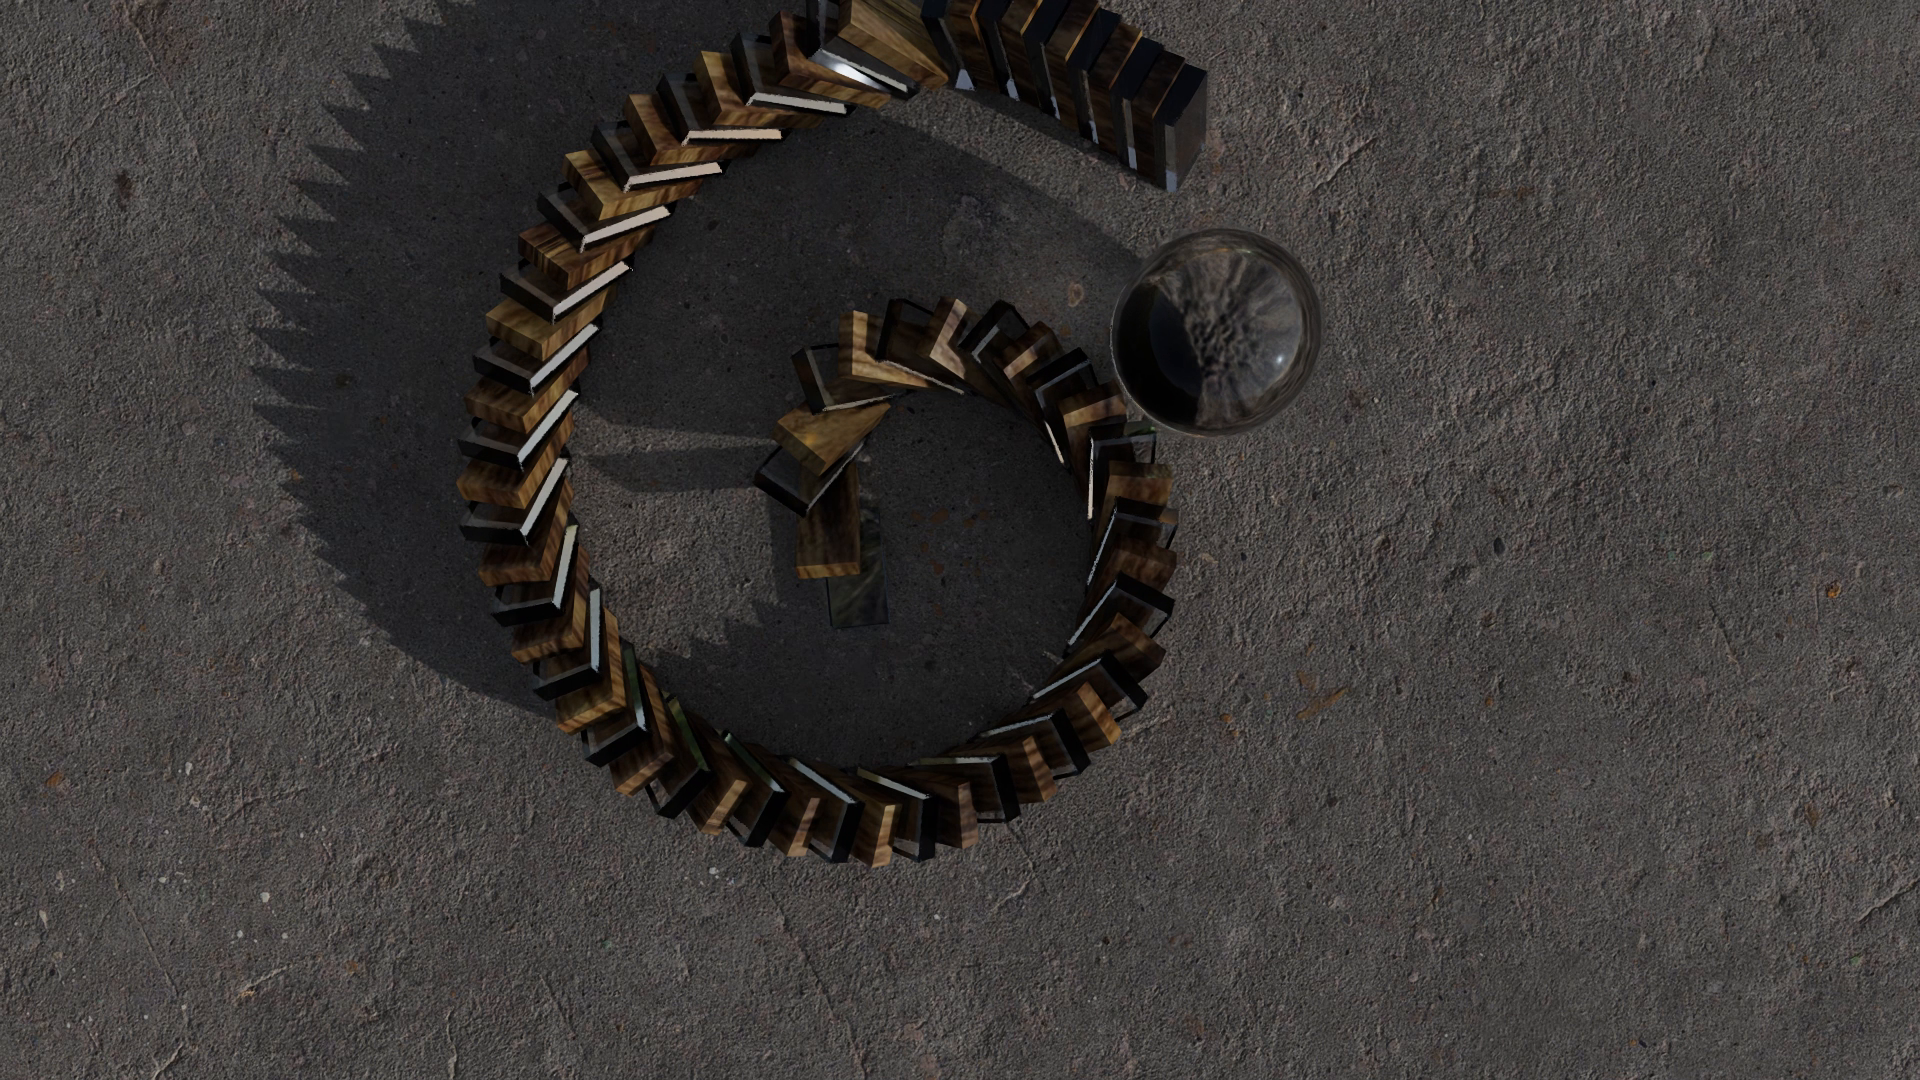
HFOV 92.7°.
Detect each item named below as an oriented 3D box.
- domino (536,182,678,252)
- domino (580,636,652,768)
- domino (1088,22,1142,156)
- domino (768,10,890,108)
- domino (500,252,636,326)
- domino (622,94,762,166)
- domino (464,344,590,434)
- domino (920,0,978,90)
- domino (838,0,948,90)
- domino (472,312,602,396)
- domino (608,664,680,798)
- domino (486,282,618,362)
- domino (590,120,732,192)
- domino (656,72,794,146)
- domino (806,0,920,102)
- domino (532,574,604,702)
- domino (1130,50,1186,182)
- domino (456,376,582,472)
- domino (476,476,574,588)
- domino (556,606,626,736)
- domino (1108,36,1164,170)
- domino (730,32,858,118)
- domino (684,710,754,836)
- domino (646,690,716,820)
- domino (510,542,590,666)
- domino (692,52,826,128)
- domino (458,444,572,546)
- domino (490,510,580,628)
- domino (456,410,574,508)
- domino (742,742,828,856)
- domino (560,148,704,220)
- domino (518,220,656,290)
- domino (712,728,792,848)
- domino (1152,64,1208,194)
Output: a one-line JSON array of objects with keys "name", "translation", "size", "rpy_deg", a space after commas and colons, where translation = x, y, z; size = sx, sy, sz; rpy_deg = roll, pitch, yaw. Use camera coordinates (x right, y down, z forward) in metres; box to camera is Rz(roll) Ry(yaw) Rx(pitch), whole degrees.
[{"name": "domino", "translation": [-0.145, -0.139, 0.380], "size": [0.025, 0.010, 0.050], "rpy_deg": [46, 49, 0]}, {"name": "domino", "translation": [-0.145, 0.066, 0.380], "size": [0.025, 0.010, 0.050], "rpy_deg": [-32, 49, 1]}, {"name": "domino", "translation": [0.065, -0.183, 0.375], "size": [0.010, 0.050, 0.025], "rpy_deg": [30, 90, 16]}, {"name": "domino", "translation": [-0.053, -0.198, 0.380], "size": [0.050, 0.009, 0.025], "rpy_deg": [-8, 89, -41]}, {"name": "domino", "translation": [-0.162, -0.112, 0.380], "size": [0.025, 0.009, 0.050], "rpy_deg": [33, 50, 0]}, {"name": "domino", "translation": [-0.110, -0.171, 0.380], "size": [0.050, 0.010, 0.025], "rpy_deg": [-27, 89, -40]}, {"name": "domino", "translation": [-0.178, -0.067, 0.380], "size": [0.025, 0.010, 0.050], "rpy_deg": [20, 50, 0]}, {"name": "domino", "translation": [-0.001, -0.210, 0.375], "size": [0.009, 0.050, 0.025], "rpy_deg": [16, 90, 16]}, {"name": "domino", "translation": [-0.026, -0.210, 0.378], "size": [0.050, 0.009, 0.025], "rpy_deg": [10, 79, -40]}, {"name": "domino", "translation": [-0.174, -0.083, 0.380], "size": [0.025, 0.009, 0.050], "rpy_deg": [24, 50, 0]}, {"name": "domino", "translation": [-0.135, 0.078, 0.380], "size": [0.025, 0.010, 0.050], "rpy_deg": [-37, 49, 1]}, {"name": "domino", "translation": [-0.168, -0.097, 0.380], "size": [0.025, 0.009, 0.050], "rpy_deg": [28, 50, 0]}, {"name": "domino", "translation": [-0.123, -0.162, 0.380], "size": [0.050, 0.010, 0.025], "rpy_deg": [-32, 89, -41]}, {"name": "domino", "translation": [-0.097, -0.179, 0.380], "size": [0.050, 0.009, 0.025], "rpy_deg": [-24, 90, -40]}, {"name": "domino", "translation": [-0.039, -0.204, 0.379], "size": [0.050, 0.009, 0.025], "rpy_deg": [2, 85, -40]}, {"name": "domino", "translation": [-0.162, 0.040, 0.380], "size": [0.025, 0.009, 0.050], "rpy_deg": [-21, 49, 0]}, {"name": "domino", "translation": [0.082, -0.172, 0.375], "size": [0.009, 0.050, 0.025], "rpy_deg": [30, 90, 16]}, {"name": "domino", "translation": [-0.182, -0.052, 0.380], "size": [0.025, 0.010, 0.050], "rpy_deg": [15, 50, 1]}, {"name": "domino", "translation": [-0.179, -0.004, 0.380], "size": [0.025, 0.009, 0.050], "rpy_deg": [-6, 49, 0]}, {"name": "domino", "translation": [-0.154, 0.053, 0.380], "size": [0.025, 0.010, 0.050], "rpy_deg": [-26, 49, 0]}, {"name": "domino", "translation": [0.073, -0.177, 0.375], "size": [0.009, 0.050, 0.025], "rpy_deg": [30, 90, 16]}, {"name": "domino", "translation": [-0.068, -0.192, 0.380], "size": [0.050, 0.009, 0.025], "rpy_deg": [-15, 90, -40]}, {"name": "domino", "translation": [-0.107, 0.095, 0.380], "size": [0.050, 0.010, 0.025], "rpy_deg": [35, 90, 42]}, {"name": "domino", "translation": [-0.122, 0.088, 0.380], "size": [0.025, 0.010, 0.050], "rpy_deg": [-46, 48, 0]}, {"name": "domino", "translation": [-0.169, 0.026, 0.380], "size": [0.025, 0.010, 0.050], "rpy_deg": [-16, 49, 0]}, {"name": "domino", "translation": [-0.083, -0.186, 0.380], "size": [0.050, 0.010, 0.025], "rpy_deg": [-19, 90, -40]}, {"name": "domino", "translation": [-0.183, -0.021, 0.380], "size": [0.025, 0.010, 0.050], "rpy_deg": [5, 49, 1]}, {"name": "domino", "translation": [-0.175, 0.011, 0.380], "size": [0.025, 0.009, 0.050], "rpy_deg": [-11, 49, 0]}, {"name": "domino", "translation": [-0.183, -0.036, 0.380], "size": [0.025, 0.009, 0.050], "rpy_deg": [9, 49, 1]}, {"name": "domino", "translation": [-0.078, 0.107, 0.380], "size": [0.050, 0.009, 0.025], "rpy_deg": [23, 90, 41]}, {"name": "domino", "translation": [-0.135, -0.151, 0.380], "size": [0.025, 0.010, 0.050], "rpy_deg": [52, 49, 1]}, {"name": "domino", "translation": [-0.154, -0.125, 0.380], "size": [0.025, 0.009, 0.050], "rpy_deg": [38, 50, 0]}, {"name": "domino", "translation": [-0.093, 0.102, 0.380], "size": [0.050, 0.010, 0.025], "rpy_deg": [29, 90, 41]}, {"name": "domino", "translation": [0.090, -0.167, 0.375], "size": [0.009, 0.050, 0.025], "rpy_deg": [30, 90, 16]}]
